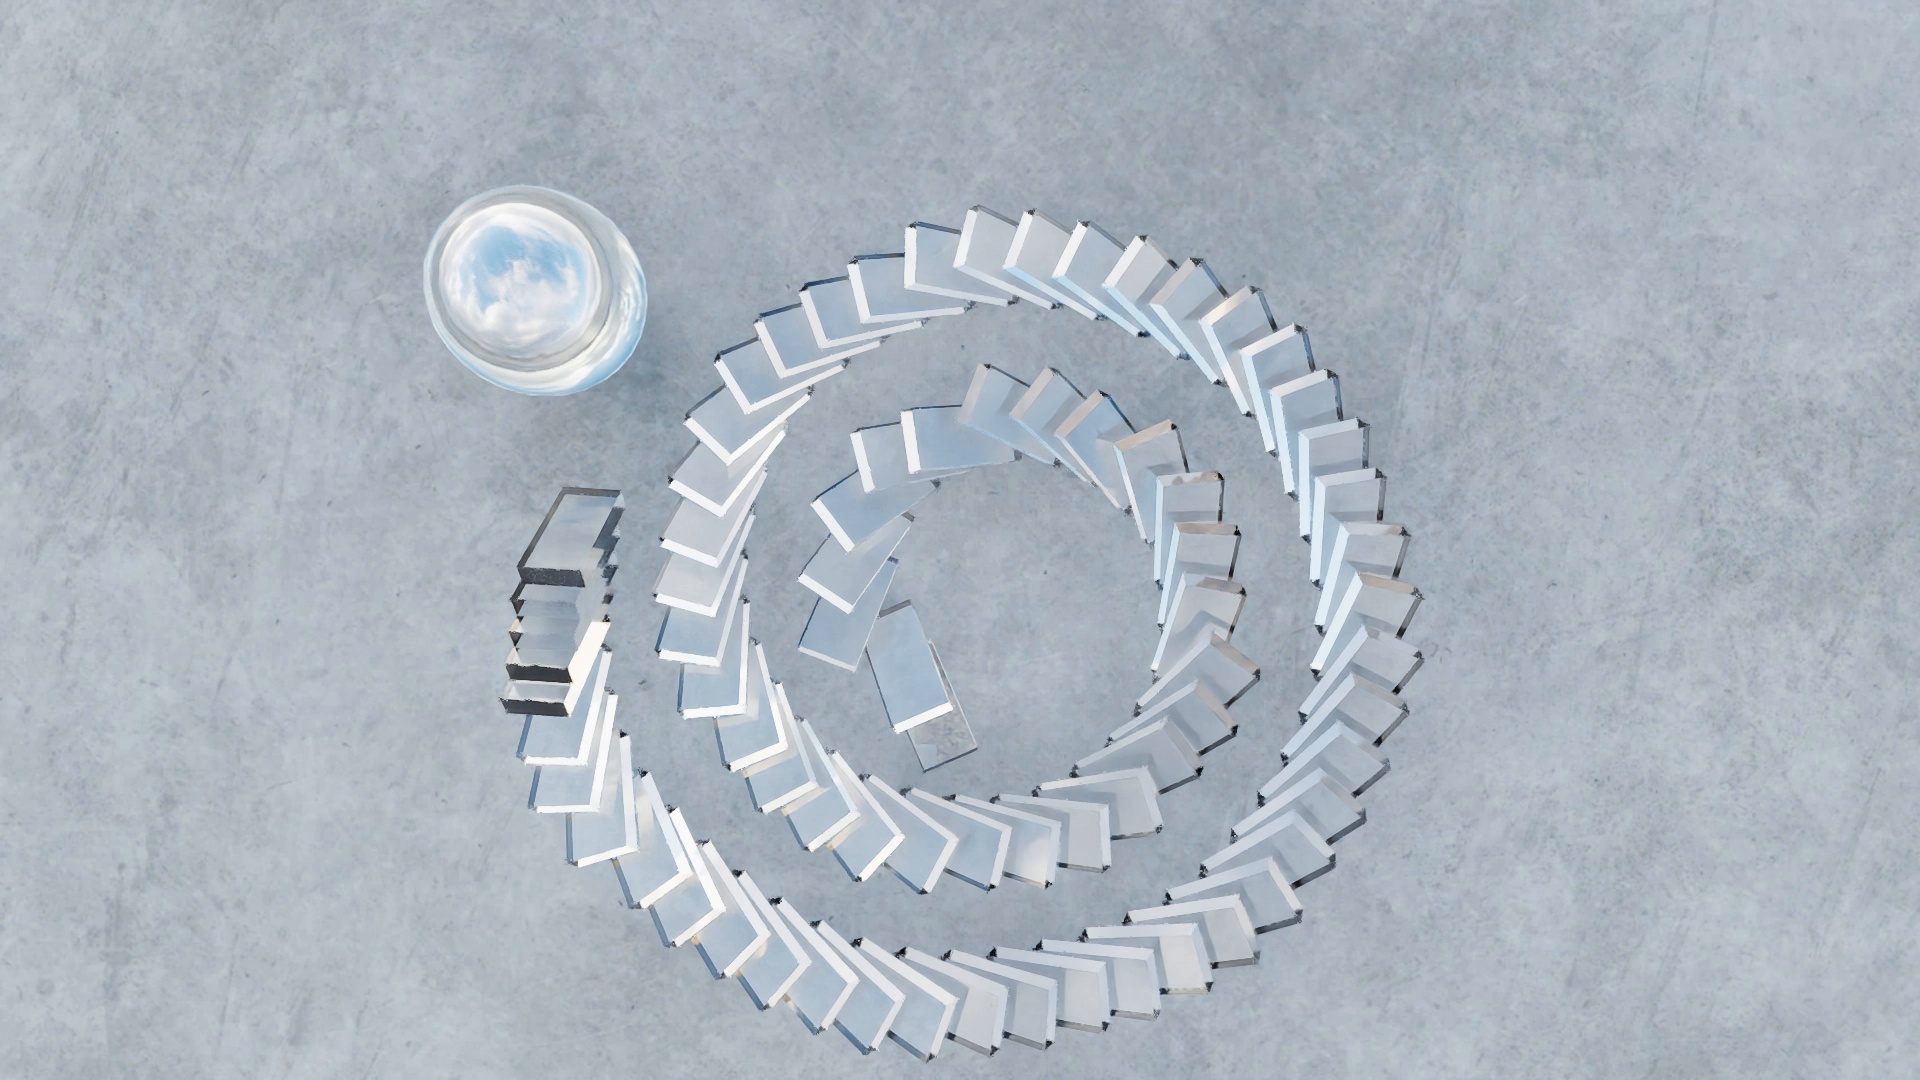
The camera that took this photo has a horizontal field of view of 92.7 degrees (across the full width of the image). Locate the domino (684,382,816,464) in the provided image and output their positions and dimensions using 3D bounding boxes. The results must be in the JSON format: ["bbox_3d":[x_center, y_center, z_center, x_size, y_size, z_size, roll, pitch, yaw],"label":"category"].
[{"bbox_3d":[-0.087,-0.057,0.383,0.025,0.009,0.050,44,60,0],"label":"domino"}]

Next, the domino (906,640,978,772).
[{"bbox_3d":[-0.014,0.072,0.395,0.025,0.010,0.050,-23,90,0],"label":"domino"}]

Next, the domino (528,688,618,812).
[{"bbox_3d":[-0.161,0.087,0.383,0.025,0.010,0.050,-2,60,0],"label":"domino"}]

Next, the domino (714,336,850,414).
[{"bbox_3d":[-0.074,-0.075,0.384,0.050,0.009,0.025,-32,90,-29],"label":"domino"}]

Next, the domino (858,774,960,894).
[{"bbox_3d":[-0.027,0.122,0.383,0.050,0.009,0.025,28,90,30],"label":"domino"}]

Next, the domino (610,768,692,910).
[{"bbox_3d":[-0.134,0.125,0.384,0.025,0.010,0.050,-35,62,0],"label":"domino"}]

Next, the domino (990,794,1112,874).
[{"bbox_3d":[0.037,0.122,0.383,0.050,0.009,0.025,-3,91,30],"label":"domino"}]

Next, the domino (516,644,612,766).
[{"bbox_3d":[-0.165,0.068,0.383,0.025,0.010,0.050,2,60,0],"label":"domino"}]

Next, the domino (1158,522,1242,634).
[{"bbox_3d":[0.099,0.017,0.383,0.025,0.009,0.050,2,119,-1],"label":"domino"}]

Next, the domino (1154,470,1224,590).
[{"bbox_3d":[0.095,-0.003,0.383,0.025,0.009,0.050,-6,120,-1],"label":"domino"}]

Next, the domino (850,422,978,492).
[{"bbox_3d":[-0.019,-0.037,0.383,0.050,0.009,0.025,-14,89,-30],"label":"domino"}]

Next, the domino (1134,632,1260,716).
[{"bbox_3d":[0.098,0.063,0.382,0.025,0.009,0.050,36,122,-2],"label":"domino"}]

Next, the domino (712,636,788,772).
[{"bbox_3d":[-0.091,0.068,0.384,0.025,0.009,0.050,-22,60,0],"label":"domino"}]

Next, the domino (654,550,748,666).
[{"bbox_3d":[-0.107,0.026,0.384,0.025,0.009,0.050,8,61,0],"label":"domino"}]

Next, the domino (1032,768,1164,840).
[{"bbox_3d":[0.057,0.112,0.383,0.050,0.009,0.025,-18,90,31],"label":"domino"}]

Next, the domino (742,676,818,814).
[{"bbox_3d":[-0.080,0.085,0.384,0.025,0.010,0.050,-28,61,0],"label":"domino"}]

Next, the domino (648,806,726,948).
[{"bbox_3d":[-0.121,0.140,0.384,0.025,0.010,0.050,-38,62,0],"label":"domino"}]

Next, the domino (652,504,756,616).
[{"bbox_3d":[-0.107,0.005,0.384,0.025,0.009,0.050,15,61,0],"label":"domino"}]

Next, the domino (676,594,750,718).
[{"bbox_3d":[-0.103,0.048,0.383,0.025,0.009,0.050,-5,60,0],"label":"domino"}]

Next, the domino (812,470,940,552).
[{"bbox_3d":[-0.034,-0.019,0.383,0.050,0.009,0.025,-37,90,-31],"label":"domino"}]

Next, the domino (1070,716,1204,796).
[{"bbox_3d":[0.073,0.096,0.383,0.050,0.010,0.025,-36,90,31],"label":"domino"}]

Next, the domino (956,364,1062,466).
[{"bbox_3d":[0.025,-0.052,0.383,0.050,0.009,0.025,22,90,-32],"label":"domino"}]

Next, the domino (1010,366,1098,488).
[{"bbox_3d":[0.047,-0.047,0.383,0.050,0.009,0.025,37,90,-31],"label":"domino"}]

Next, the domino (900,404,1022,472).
[{"bbox_3d":[0.001,-0.043,0.383,0.050,0.010,0.025,-8,90,-31],"label":"domino"}]

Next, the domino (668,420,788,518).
[{"bbox_3d":[-0.096,-0.036,0.384,0.025,0.010,0.050,31,61,0],"label":"domino"}]

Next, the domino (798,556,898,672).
[{"bbox_3d":[-0.047,0.027,0.386,0.025,0.010,0.050,21,67,0],"label":"domino"}]

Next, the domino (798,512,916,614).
[{"bbox_3d":[-0.043,0.003,0.383,0.025,0.009,0.050,34,60,0],"label":"domino"}]

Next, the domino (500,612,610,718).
[{"bbox_3d":[-0.166,0.049,0.379,0.025,0.050,0.010,4,133,0],"label":"domino"}]

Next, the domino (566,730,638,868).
[{"bbox_3d":[-0.151,0.107,0.383,0.025,0.010,0.050,-16,60,0],"label":"domino"}]

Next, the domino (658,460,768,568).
[{"bbox_3d":[-0.102,-0.015,0.384,0.025,0.009,0.050,21,61,0],"label":"domino"}]

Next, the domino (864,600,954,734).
[{"bbox_3d":[-0.024,0.052,0.383,0.025,0.010,0.050,-23,60,0],"label":"domino"}]

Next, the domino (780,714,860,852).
[{"bbox_3d":[-0.065,0.101,0.384,0.025,0.010,0.050,-37,60,0],"label":"domino"}]

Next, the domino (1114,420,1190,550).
[{"bbox_3d":[0.083,-0.023,0.383,0.025,0.009,0.050,-23,121,0],"label":"domino"}]

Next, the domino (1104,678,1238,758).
[{"bbox_3d":[0.088,0.082,0.383,0.025,0.009,0.050,48,121,-1],"label":"domino"}]

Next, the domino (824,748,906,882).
[{"bbox_3d":[-0.048,0.114,0.383,0.025,0.010,0.050,-47,60,0],"label":"domino"}]

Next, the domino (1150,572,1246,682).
[{"bbox_3d":[0.099,0.039,0.384,0.025,0.010,0.050,11,119,0],"label":"domino"}]

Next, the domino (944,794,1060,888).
[{"bbox_3d":[0.016,0.125,0.383,0.050,0.010,0.025,6,90,30],"label":"domino"}]

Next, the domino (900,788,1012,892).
[{"bbox_3d":[-0.005,0.124,0.384,0.050,0.010,0.025,13,90,30],"label":"domino"}]

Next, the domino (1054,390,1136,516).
[{"bbox_3d":[0.064,-0.036,0.383,0.025,0.010,0.050,-45,121,0],"label":"domino"}]
